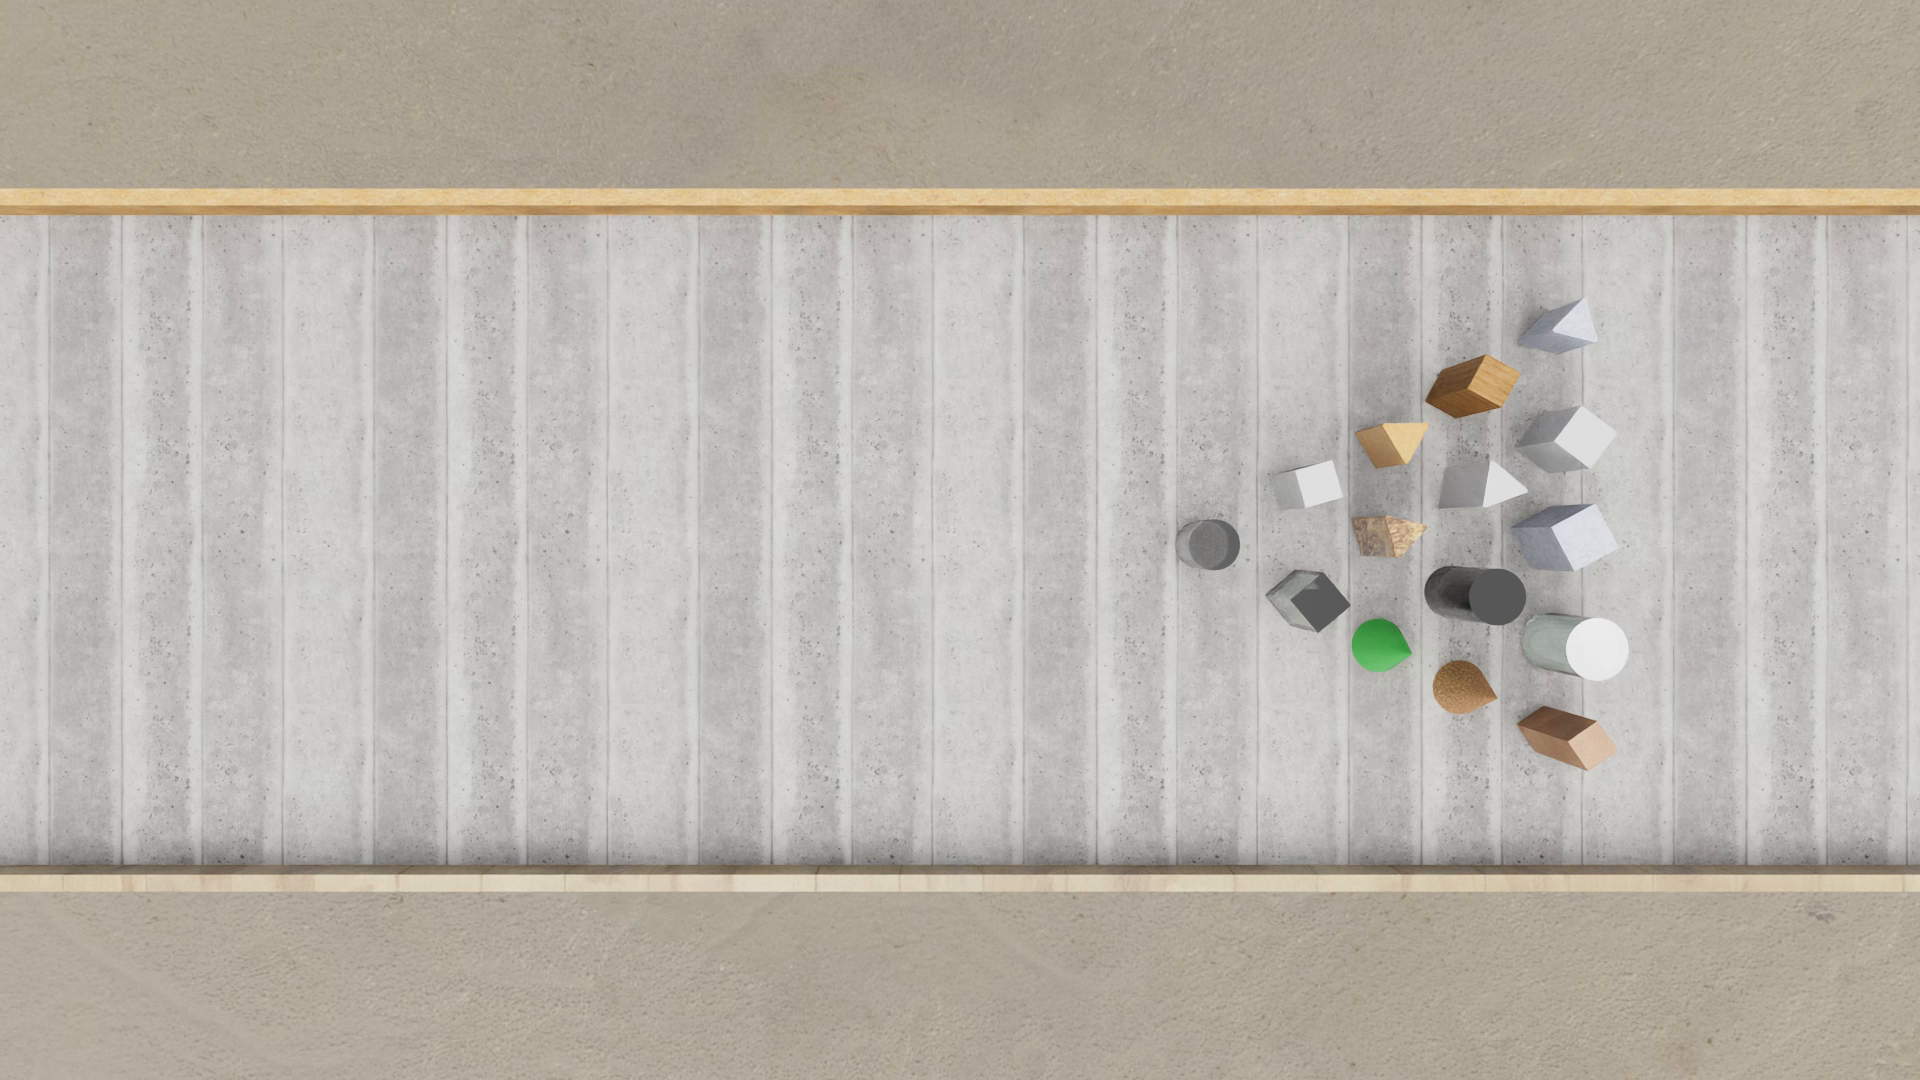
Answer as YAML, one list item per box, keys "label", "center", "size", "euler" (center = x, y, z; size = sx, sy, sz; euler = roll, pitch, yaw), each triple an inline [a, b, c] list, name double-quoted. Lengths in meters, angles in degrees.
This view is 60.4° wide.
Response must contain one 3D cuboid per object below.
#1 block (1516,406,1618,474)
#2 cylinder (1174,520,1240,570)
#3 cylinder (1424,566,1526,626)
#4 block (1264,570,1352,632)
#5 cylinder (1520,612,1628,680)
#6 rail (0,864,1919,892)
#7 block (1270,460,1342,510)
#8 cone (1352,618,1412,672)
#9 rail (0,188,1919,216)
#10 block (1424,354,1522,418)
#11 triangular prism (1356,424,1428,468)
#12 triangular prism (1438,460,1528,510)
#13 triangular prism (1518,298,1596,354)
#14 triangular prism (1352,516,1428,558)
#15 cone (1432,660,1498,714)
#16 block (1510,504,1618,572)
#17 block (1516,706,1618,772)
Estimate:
- label: "block"
  center: [1.799, -0.296, 4.908]
  size: [0.131, 0.337, 0.131]
  euler: [37, 90, 0]
- label: "cylinder"
  center: [0.735, 0.014, 4.920]
  size: [0.148, 0.312, 0.148]
  euler: [0, 90, 0]
- label: "cylinder"
  center: [1.509, 0.160, 4.853]
  size: [0.161, 0.446, 0.161]
  euler: [0, 90, 0]
- label: "block"
  center: [1.024, 0.178, 4.878]
  size: [0.123, 0.397, 0.123]
  euler: [-40, 90, 0]
- label: "cylinder"
  center: [1.813, 0.311, 4.884]
  size: [0.178, 0.386, 0.178]
  euler: [0, 90, 0]
- label: "rail"
  center: [-2.247, 1.025, 5.001]
  size: [12.000, 0.150, 0.050]
  euler: [0, 90, 0]
- label: "block"
  center: [1.023, -0.160, 4.887]
  size: [0.111, 0.378, 0.111]
  euler: [-16, 90, 0]
- label: "cone"
  center: [1.288, 0.324, 4.884]
  size: [0.164, 0.385, 0.164]
  euler: [0, 90, 0]
- label: "rail"
  center: [-2.247, -1.025, 5.002]
  size: [12.000, 0.150, 0.050]
  euler: [0, 90, 0]
- label: "block"
  center: [1.504, -0.449, 4.860]
  size: [0.110, 0.433, 0.110]
  euler: [29, 90, 0]
- label: "triangular prism"
  center: [1.299, -0.305, 4.908]
  size: [0.114, 0.336, 0.132]
  euler: [-31, 90, 0]
- label: "triangular prism"
  center: [1.516, -0.169, 4.859]
  size: [0.132, 0.434, 0.114]
  euler: [-20, 90, 0]
- label: "triangular prism"
  center: [1.793, -0.644, 4.923]
  size: [0.131, 0.307, 0.114]
  euler: [14, 90, 0]
- label: "triangular prism"
  center: [1.243, -0.030, 4.871]
  size: [0.106, 0.411, 0.122]
  euler: [44, 90, 0]
- label: "cone"
  center: [1.538, 0.453, 4.895]
  size: [0.166, 0.363, 0.166]
  euler: [0, 90, 0]
- label: "block"
  center: [1.790, -0.007, 4.900]
  size: [0.144, 0.353, 0.144]
  euler: [-28, 90, 0]
- label: "block"
  center: [1.784, 0.581, 4.861]
  size: [0.103, 0.431, 0.103]
  euler: [-34, 90, 0]
